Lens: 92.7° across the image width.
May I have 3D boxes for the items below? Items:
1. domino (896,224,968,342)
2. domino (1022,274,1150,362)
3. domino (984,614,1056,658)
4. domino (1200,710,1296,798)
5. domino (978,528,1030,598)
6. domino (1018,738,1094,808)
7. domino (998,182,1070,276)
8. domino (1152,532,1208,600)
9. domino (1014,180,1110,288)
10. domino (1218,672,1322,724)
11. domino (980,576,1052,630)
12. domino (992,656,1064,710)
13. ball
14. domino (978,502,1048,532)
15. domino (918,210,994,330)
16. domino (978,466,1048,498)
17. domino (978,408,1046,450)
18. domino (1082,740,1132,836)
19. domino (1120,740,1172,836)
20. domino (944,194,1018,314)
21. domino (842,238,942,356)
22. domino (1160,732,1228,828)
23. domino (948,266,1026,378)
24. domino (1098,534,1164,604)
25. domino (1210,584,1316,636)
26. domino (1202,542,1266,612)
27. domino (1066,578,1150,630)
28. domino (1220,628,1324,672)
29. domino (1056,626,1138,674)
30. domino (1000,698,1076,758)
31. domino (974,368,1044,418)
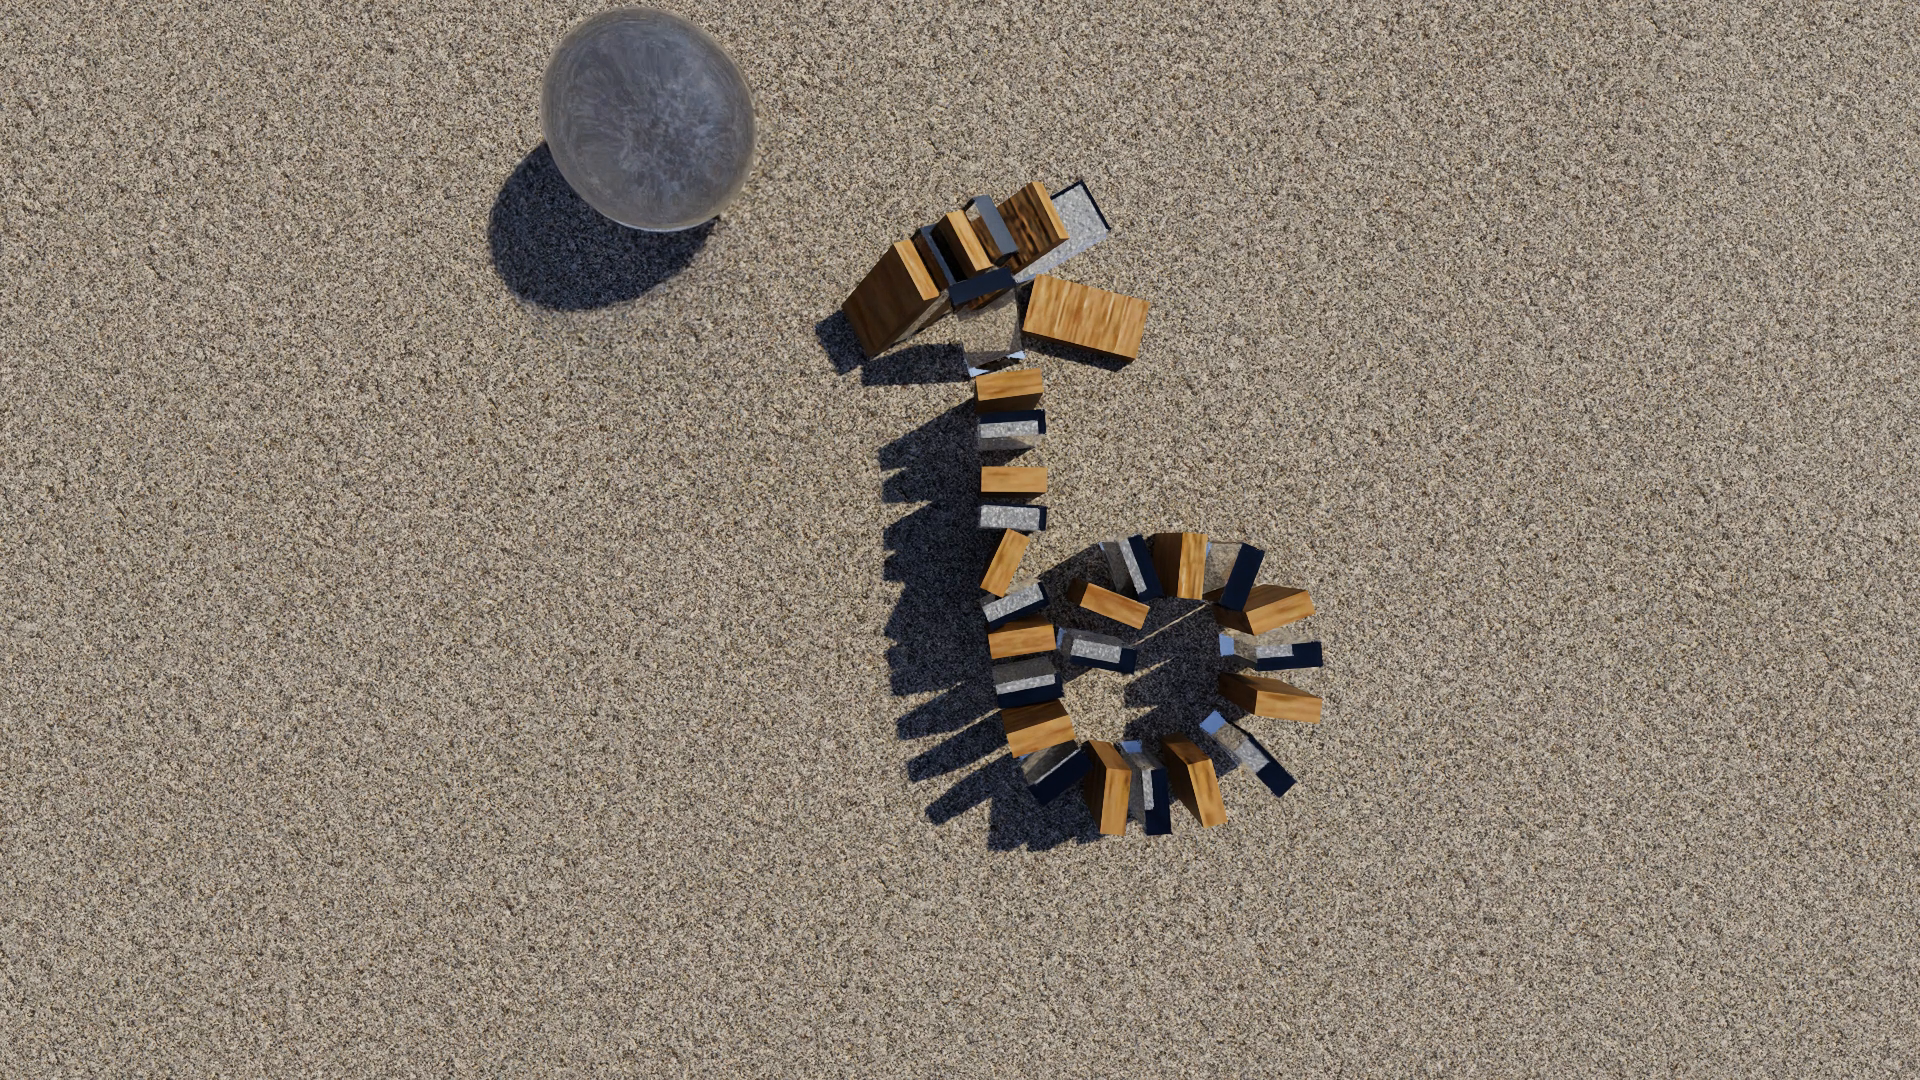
[{"bbox_3d":[-0.019,-0.104,0.377,0.010,0.050,0.025,-28,90,-36],"label":"domino"},{"bbox_3d":[0.054,-0.096,0.395,0.050,0.010,0.025,14,90,0],"label":"domino"},{"bbox_3d":[0.024,0.039,0.375,0.025,0.050,0.010,-9,90,0],"label":"domino"},{"bbox_3d":[0.117,0.087,0.375,0.010,0.050,0.025,-44,90,0],"label":"domino"},{"bbox_3d":[0.017,0.009,0.375,0.009,0.050,0.025,25,90,0],"label":"domino"},{"bbox_3d":[0.038,0.091,0.375,0.025,0.050,0.009,-38,90,0],"label":"domino"},{"bbox_3d":[0.018,-0.123,0.381,0.050,0.010,0.025,-26,92,36],"label":"domino"},{"bbox_3d":[0.089,0.010,0.375,0.009,0.050,0.025,5,90,0],"label":"domino"},{"bbox_3d":[0.037,-0.131,0.395,0.050,0.009,0.025,-29,90,0],"label":"domino"},{"bbox_3d":[0.126,0.064,0.375,0.025,0.050,0.009,7,90,0],"label":"domino"},{"bbox_3d":[0.022,0.025,0.375,0.025,0.050,0.009,-23,90,0],"label":"domino"},{"bbox_3d":[0.027,0.058,0.375,0.025,0.050,0.009,-11,90,0],"label":"domino"},{"bbox_3d":[-0.121,-0.163,0.360,0.080,0.080,0.080,0,90,0],"label":"ball"},{"bbox_3d":[0.021,-0.009,0.375,0.025,0.050,0.010,4,90,0],"label":"domino"},{"bbox_3d":[-0.009,-0.110,0.377,0.010,0.050,0.025,-28,90,-36],"label":"domino"},{"bbox_3d":[0.021,-0.023,0.375,0.025,0.050,0.010,1,90,0],"label":"domino"},{"bbox_3d":[0.020,-0.045,0.375,0.025,0.050,0.010,-4,90,0],"label":"domino"},{"bbox_3d":[0.060,0.100,0.375,0.009,0.050,0.025,6,90,0],"label":"domino"},{"bbox_3d":[0.075,0.100,0.375,0.010,0.050,0.025,-5,90,0],"label":"domino"},{"bbox_3d":[0.001,-0.116,0.377,0.009,0.050,0.025,-28,90,-36],"label":"domino"},{"bbox_3d":[-0.029,-0.098,0.377,0.010,0.050,0.025,-28,90,-36],"label":"domino"},{"bbox_3d":[0.095,0.097,0.375,0.009,0.050,0.025,-15,90,0],"label":"domino"},{"bbox_3d":[0.012,-0.088,0.375,0.025,0.050,0.009,-19,66,0],"label":"domino"},{"bbox_3d":[0.069,0.011,0.375,0.009,0.050,0.025,-21,90,0],"label":"domino"},{"bbox_3d":[0.123,0.028,0.375,0.025,0.050,0.009,-20,90,0],"label":"domino"},{"bbox_3d":[0.108,0.014,0.375,0.009,0.050,0.025,22,90,0],"label":"domino"},{"bbox_3d":[0.059,0.025,0.375,0.025,0.050,0.009,22,90,0],"label":"domino"},{"bbox_3d":[0.126,0.045,0.375,0.025,0.050,0.009,-5,90,0],"label":"domino"},{"bbox_3d":[0.055,0.045,0.375,0.025,0.050,0.009,10,90,0],"label":"domino"},{"bbox_3d":[0.031,0.075,0.375,0.025,0.050,0.010,-17,90,0],"label":"domino"},{"bbox_3d":[0.019,-0.060,0.375,0.025,0.050,0.010,-8,90,0],"label":"domino"}]
